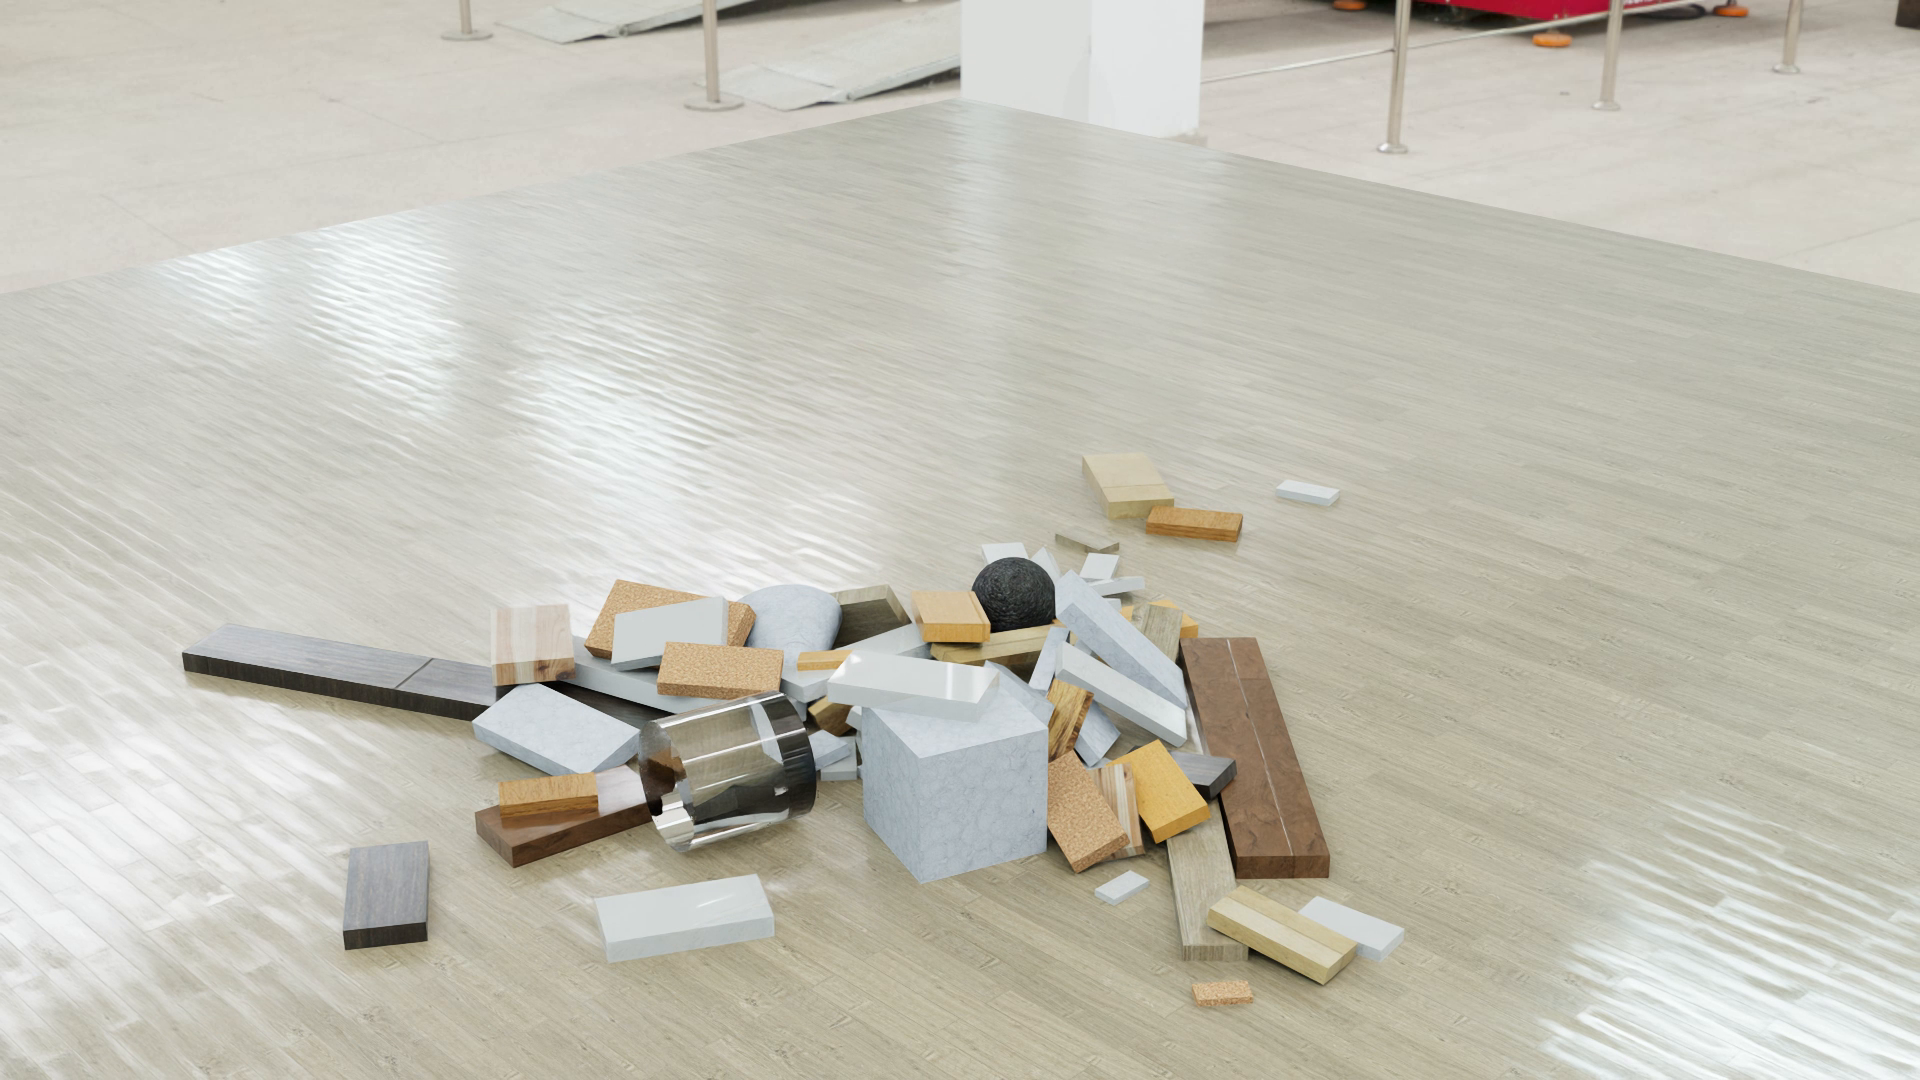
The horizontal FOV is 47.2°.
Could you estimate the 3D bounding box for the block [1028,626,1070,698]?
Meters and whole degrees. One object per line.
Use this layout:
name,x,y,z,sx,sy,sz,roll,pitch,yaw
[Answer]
block,0.194,0.325,4.796,0.044,0.155,0.310,5,23,11

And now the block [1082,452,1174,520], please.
block,0.460,-0.152,6.054,0.178,0.050,0.356,-3,23,-8

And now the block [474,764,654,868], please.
block,-0.779,0.550,4.404,0.335,0.047,0.167,-16,28,-33

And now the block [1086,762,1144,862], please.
block,0.300,0.536,4.331,0.102,0.029,0.203,-12,46,8

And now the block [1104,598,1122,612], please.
block,0.297,0.161,5.252,0.101,0.029,0.202,-9,3,-20

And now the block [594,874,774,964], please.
block,-0.509,0.697,4.062,0.306,0.043,0.153,-7,24,-15

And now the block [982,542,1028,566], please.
block,0.122,0.063,5.573,0.105,0.030,0.211,-3,23,-7

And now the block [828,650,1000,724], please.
block,-0.091,0.287,4.332,0.306,0.043,0.153,7,24,16

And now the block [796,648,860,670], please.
block,-0.285,0.261,4.780,0.131,0.019,0.066,-3,18,4

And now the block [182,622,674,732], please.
block,-1.127,0.334,4.912,1.330,0.047,0.167,8,24,18

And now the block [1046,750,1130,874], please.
block,0.225,0.532,4.318,0.122,0.035,0.244,-29,44,-3

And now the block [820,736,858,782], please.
block,-0.257,0.461,4.646,0.076,0.021,0.151,-2,23,-4

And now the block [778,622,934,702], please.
block,-0.203,0.263,4.844,0.435,0.037,0.129,-18,22,-35

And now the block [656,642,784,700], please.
block,-0.510,0.282,4.694,0.254,0.036,0.127,4,40,0

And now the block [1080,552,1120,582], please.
block,0.351,0.076,5.554,0.078,0.022,0.156,5,24,12

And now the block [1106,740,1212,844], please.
block,0.394,0.501,4.396,0.122,0.035,0.244,-25,32,-7

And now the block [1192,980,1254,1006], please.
block,0.461,0.797,3.864,0.099,0.014,0.050,-3,23,-6

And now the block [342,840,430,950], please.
block,-1.077,0.665,4.139,0.147,0.042,0.294,-5,23,-11

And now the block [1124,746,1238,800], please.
block,0.435,0.476,4.502,0.234,0.033,0.117,5,25,34

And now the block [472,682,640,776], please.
block,-0.852,0.411,4.655,0.335,0.047,0.167,20,43,31

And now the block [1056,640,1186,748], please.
block,0.344,0.330,4.701,0.324,0.029,0.101,30,29,-16

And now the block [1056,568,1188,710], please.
block,0.355,0.231,4.853,0.356,0.050,0.178,42,18,-15

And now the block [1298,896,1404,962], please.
block,0.713,0.715,4.043,0.182,0.026,0.091,17,28,34

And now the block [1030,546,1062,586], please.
block,0.195,0.114,5.355,0.120,0.034,0.239,-44,23,10

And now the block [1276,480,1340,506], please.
block,0.954,-0.130,6.039,0.156,0.022,0.078,13,26,28

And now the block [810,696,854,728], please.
block,-0.186,0.356,4.800,0.258,0.037,0.129,15,54,33

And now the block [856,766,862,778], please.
block,-0.137,0.496,4.565,0.076,0.021,0.151,-19,30,-38

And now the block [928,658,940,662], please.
block,-0.126,0.256,5.012,0.239,0.034,0.120,-8,16,14

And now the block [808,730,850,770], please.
block,-0.337,0.460,4.603,0.192,0.027,0.096,-24,27,-31

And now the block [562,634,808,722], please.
block,-0.694,0.308,4.865,0.773,0.050,0.176,12,13,34

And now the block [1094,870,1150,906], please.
block,0.308,0.662,4.183,0.099,0.014,0.049,-20,30,-39

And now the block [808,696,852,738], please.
block,-0.227,0.346,4.728,0.192,0.096,0.027,-35,44,-14

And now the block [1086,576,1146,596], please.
block,0.340,0.119,5.393,0.203,0.029,0.101,-9,3,-23

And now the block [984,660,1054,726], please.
block,0.099,0.370,4.627,0.043,0.153,0.306,18,6,-22

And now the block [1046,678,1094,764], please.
block,0.203,0.386,4.537,0.091,0.182,0.026,18,-5,39

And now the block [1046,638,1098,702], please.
block,0.241,0.346,4.746,0.044,0.155,0.310,6,24,15

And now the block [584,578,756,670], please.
block,-0.642,0.201,4.871,0.352,0.050,0.176,10,61,26

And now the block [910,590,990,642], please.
block,-0.024,0.171,4.961,0.147,0.042,0.294,1,13,-7

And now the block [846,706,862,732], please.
block,-0.098,0.408,4.637,0.258,0.037,0.129,30,31,13

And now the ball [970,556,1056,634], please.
ball,0.126,0.142,5.162,0.206,0.206,0.206,0,23,0

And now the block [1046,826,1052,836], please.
block,0.174,0.556,4.426,0.065,0.018,0.130,-1,23,-4

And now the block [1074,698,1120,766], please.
block,0.276,0.404,4.640,0.029,0.102,0.203,-39,-2,19

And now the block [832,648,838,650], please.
block,-0.382,0.201,5.240,0.254,0.036,0.127,10,25,22

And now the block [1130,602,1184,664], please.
block,0.445,0.234,5.085,0.117,0.033,0.234,11,36,5

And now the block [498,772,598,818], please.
block,-0.825,0.510,4.404,0.192,0.027,0.096,-5,24,-12

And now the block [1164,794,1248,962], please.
block,0.462,0.632,4.229,0.117,0.033,0.579,0,23,0

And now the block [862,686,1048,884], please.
block,-0.012,0.462,4.324,0.273,0.273,0.273,-11,25,-24

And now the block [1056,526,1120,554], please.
block,0.331,0.004,5.724,0.078,0.022,0.156,-21,30,-40

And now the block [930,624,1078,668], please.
block,0.132,0.239,4.950,0.436,0.027,0.095,-6,30,-40

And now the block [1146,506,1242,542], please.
block,0.621,-0.043,5.819,0.239,0.034,0.120,6,24,13

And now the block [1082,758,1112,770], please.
block,0.286,0.480,4.561,0.065,0.018,0.130,22,17,36

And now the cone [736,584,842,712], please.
cone,-0.378,0.301,4.885,0.289,0.289,0.289,-5,50,-13

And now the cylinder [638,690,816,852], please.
cylinder,-0.462,0.455,4.353,0.263,0.263,0.263,-13,26,-29

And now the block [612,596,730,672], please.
block,-0.633,0.205,4.808,0.254,0.036,0.127,-10,55,13

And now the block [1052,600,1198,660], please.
block,0.389,0.214,5.200,0.310,0.044,0.155,-9,25,-20

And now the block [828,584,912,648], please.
block,-0.273,0.182,5.045,0.294,0.147,0.042,-9,47,21

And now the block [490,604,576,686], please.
block,-0.956,0.231,4.912,0.176,0.050,0.352,-5,19,-11

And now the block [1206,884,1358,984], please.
block,0.582,0.712,3.980,0.244,0.035,0.122,24,26,29

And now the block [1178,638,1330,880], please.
block,0.608,0.439,4.663,0.178,0.050,0.969,-1,23,-1

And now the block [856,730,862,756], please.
block,-0.174,0.439,4.637,0.076,0.021,0.151,9,13,-11
